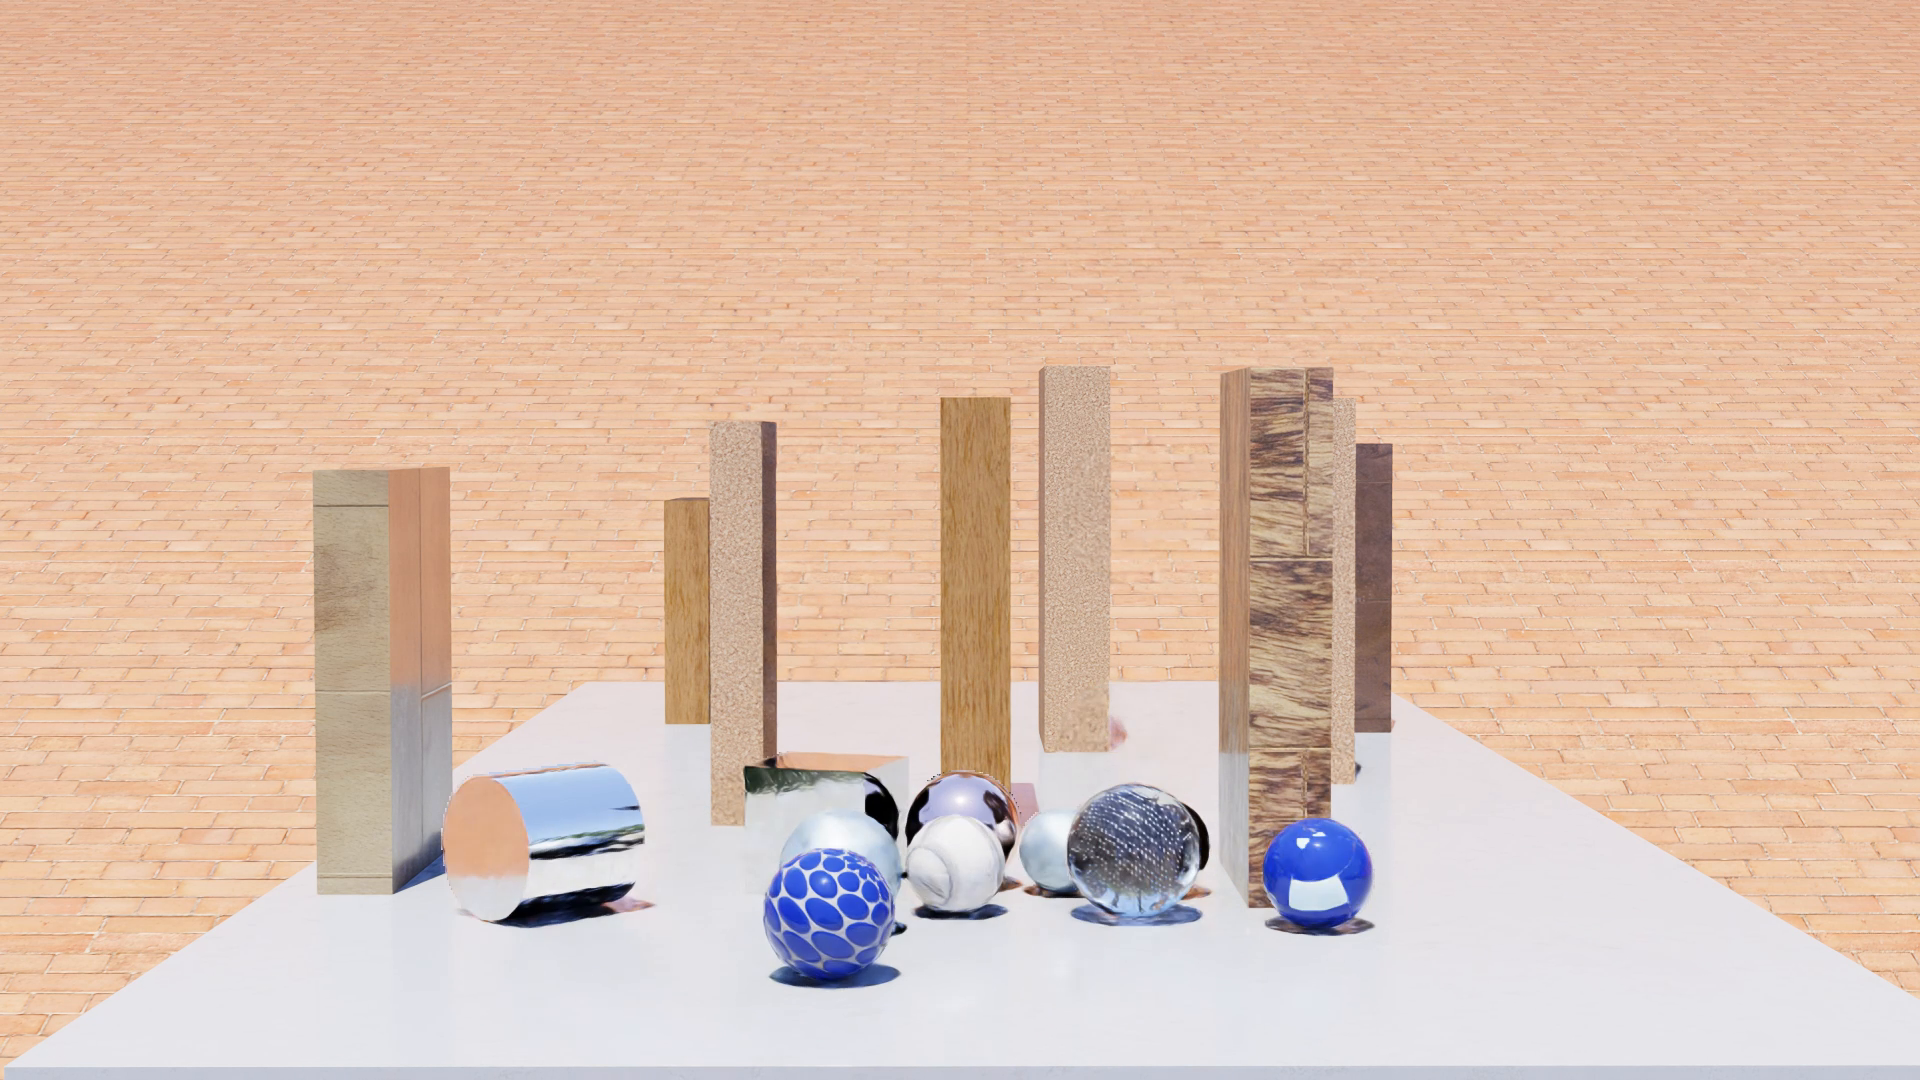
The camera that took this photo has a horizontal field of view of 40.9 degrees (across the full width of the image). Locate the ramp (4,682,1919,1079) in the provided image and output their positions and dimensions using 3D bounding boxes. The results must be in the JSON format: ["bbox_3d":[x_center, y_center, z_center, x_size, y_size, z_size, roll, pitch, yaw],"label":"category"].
[{"bbox_3d":[0.054,0.489,4.541,2.000,0.100,4.000,0,2,0],"label":"ramp"}]

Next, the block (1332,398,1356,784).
[{"bbox_3d":[0.659,0.087,4.725,0.088,0.689,0.287,0,2,0],"label":"block"}]

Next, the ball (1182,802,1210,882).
[{"bbox_3d":[0.273,0.415,3.491,0.132,0.132,0.132,0,23,0],"label":"ball"}]

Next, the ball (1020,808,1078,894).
[{"bbox_3d":[0.139,0.422,3.501,0.117,0.117,0.117,0,23,0],"label":"ball"}]

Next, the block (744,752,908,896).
[{"bbox_3d":[-0.182,0.392,3.547,0.174,0.174,0.174,1,2,19],"label":"block"}]

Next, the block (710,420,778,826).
[{"bbox_3d":[-0.356,0.127,4.262,0.083,0.646,0.326,0,2,0],"label":"block"}]

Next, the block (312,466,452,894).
[{"bbox_3d":[-0.822,0.185,3.693,0.102,0.576,0.424,0,2,0],"label":"block"}]

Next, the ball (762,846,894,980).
[{"bbox_3d":[-0.150,0.427,2.943,0.151,0.151,0.151,0,23,0],"label":"ball"}]

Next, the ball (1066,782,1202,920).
[{"bbox_3d":[0.224,0.400,3.317,0.175,0.175,0.175,0,23,0],"label":"ball"}]

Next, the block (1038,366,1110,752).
[{"bbox_3d":[0.230,0.032,5.234,0.128,0.759,0.382,0,2,0],"label":"block"}]

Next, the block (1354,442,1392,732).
[{"bbox_3d":[0.834,0.095,5.539,0.139,0.607,0.303,0,2,0],"label":"block"}]

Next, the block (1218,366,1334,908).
[{"bbox_3d":[0.433,0.121,3.569,0.108,0.711,0.392,0,2,0],"label":"block"}]

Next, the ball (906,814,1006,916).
[{"bbox_3d":[-0.006,0.422,3.343,0.130,0.130,0.130,0,23,0],"label":"ball"}]

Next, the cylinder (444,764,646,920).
[{"bbox_3d":[-0.541,0.392,3.356,0.186,0.186,0.186,22,17,41],"label":"cylinder"}]

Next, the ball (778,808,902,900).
[{"bbox_3d":[-0.150,0.414,3.218,0.155,0.155,0.155,0,23,0],"label":"ball"}]

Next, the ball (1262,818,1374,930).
[{"bbox_3d":[0.451,0.420,3.247,0.140,0.140,0.140,0,23,0],"label":"ball"}]

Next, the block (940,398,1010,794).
[{"bbox_3d":[0.024,0.113,4.167,0.108,0.681,0.394,0,2,0],"label":"block"}]

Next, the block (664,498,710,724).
[{"bbox_3d":[-0.591,0.150,5.740,0.095,0.483,0.365,0,2,0],"label":"block"}]

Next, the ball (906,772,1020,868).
[{"bbox_3d":[0.004,0.399,3.549,0.159,0.159,0.159,0,23,0],"label":"ball"}]
